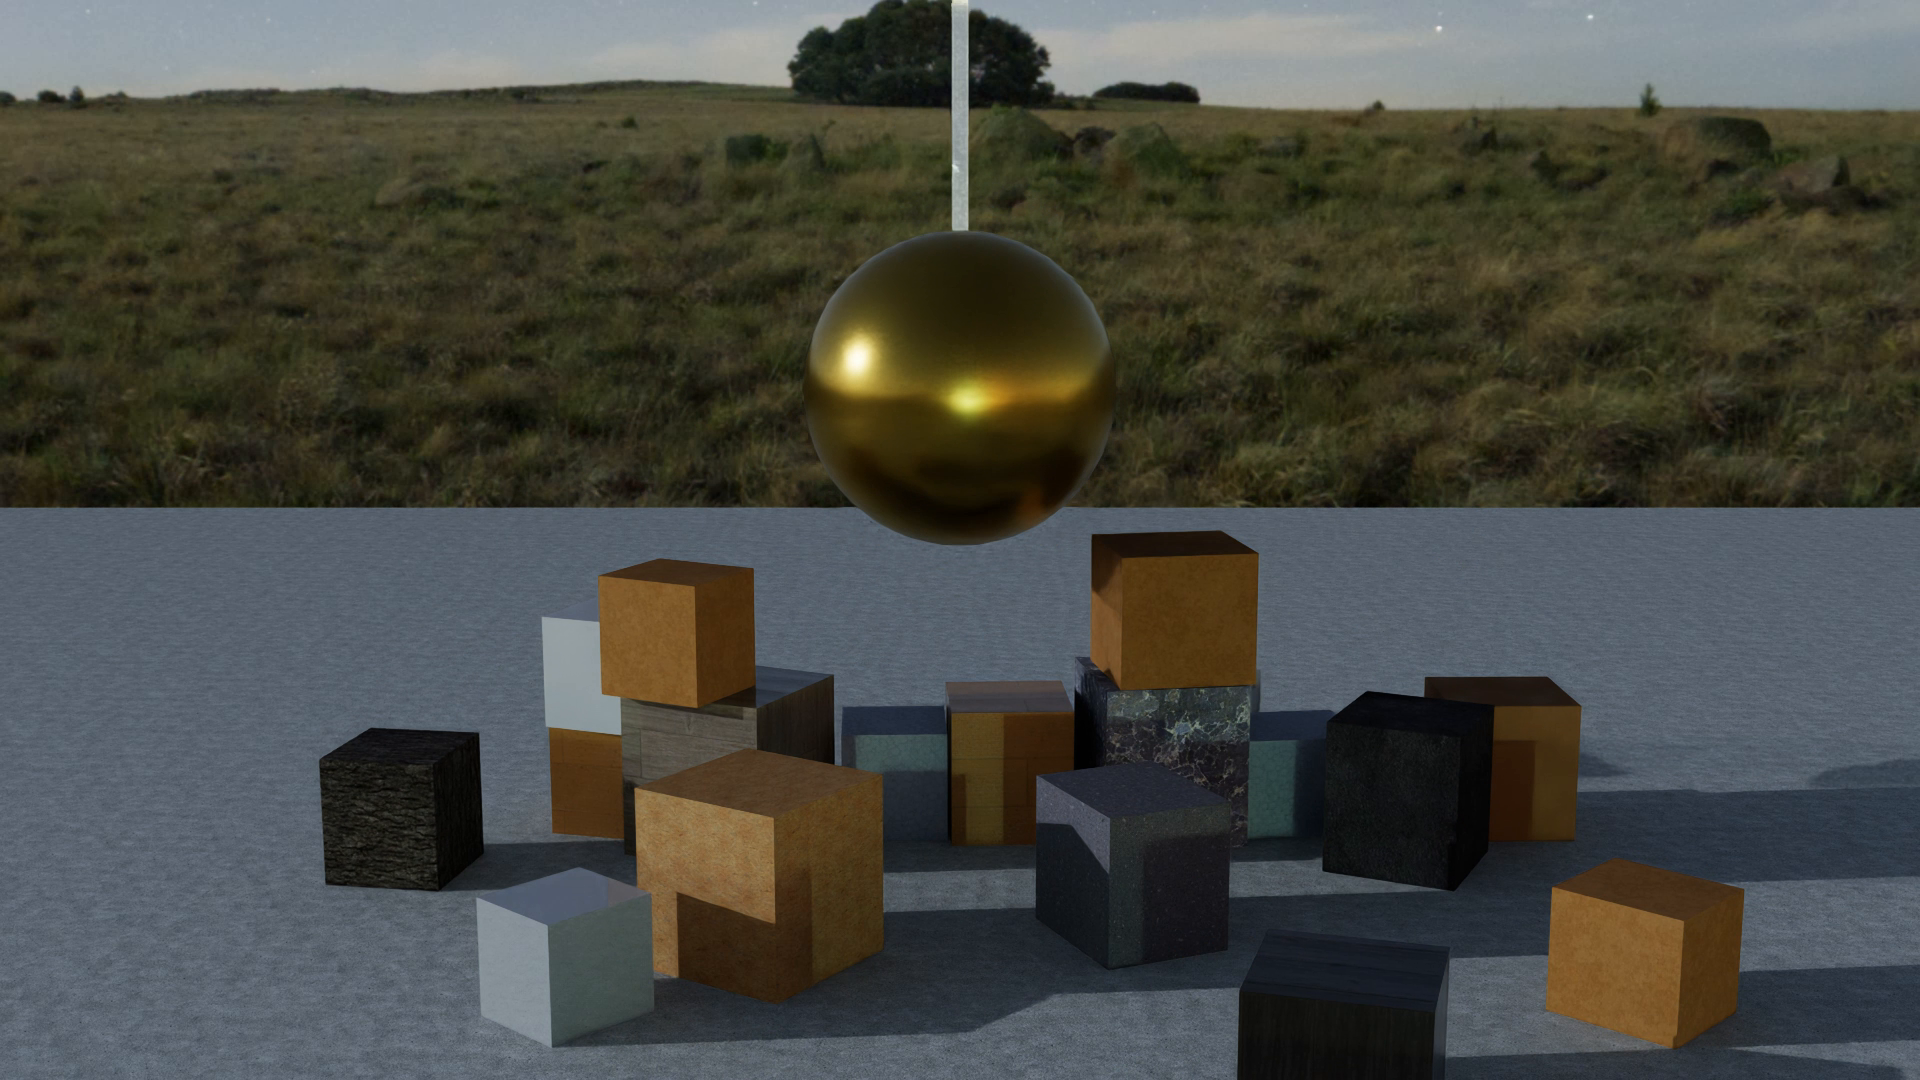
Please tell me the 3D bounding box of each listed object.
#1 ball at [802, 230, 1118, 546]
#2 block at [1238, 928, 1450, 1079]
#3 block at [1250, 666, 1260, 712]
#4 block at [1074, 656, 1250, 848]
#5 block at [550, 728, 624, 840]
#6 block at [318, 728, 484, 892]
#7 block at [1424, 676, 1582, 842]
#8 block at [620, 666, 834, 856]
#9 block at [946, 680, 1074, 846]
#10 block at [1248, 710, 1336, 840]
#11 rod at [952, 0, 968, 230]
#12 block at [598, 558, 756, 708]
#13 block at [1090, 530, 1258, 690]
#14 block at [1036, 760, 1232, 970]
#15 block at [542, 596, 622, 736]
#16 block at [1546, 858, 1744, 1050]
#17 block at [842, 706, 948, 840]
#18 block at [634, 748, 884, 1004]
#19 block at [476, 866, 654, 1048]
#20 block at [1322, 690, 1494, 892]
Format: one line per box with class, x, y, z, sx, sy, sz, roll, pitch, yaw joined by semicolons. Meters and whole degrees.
ball;0.000;-0.770;11.184;1.600;1.600;1.600;0;10;0
block;1.403;1.821;8.010;0.677;0.551;0.650;3;11;17
block;1.299;0.987;12.309;0.537;0.655;0.634;-3;11;-16
block;1.024;1.078;11.310;0.731;0.831;0.756;-2;10;-9
block;-1.772;1.199;11.410;0.531;0.559;0.497;3;11;14
block;-2.702;1.300;10.682;0.567;0.621;0.579;2;10;9
block;2.789;1.126;11.396;0.650;0.706;0.622;0;10;-1
block;-1.154;1.124;11.044;0.780;0.837;0.754;5;11;26
block;0.247;1.142;11.363;0.614;0.687;0.654;-1;10;-3
block;1.716;1.214;11.451;0.598;0.515;0.558;-1;10;-8
rod;0.000;-4.100;10.497;0.080;5.200;0.080;0;12;0
block;-1.382;0.447;10.776;0.563;0.591;0.508;5;12;27
block;1.077;0.346;11.158;0.690;0.665;0.662;-2;10;-10
block;0.761;1.432;9.798;0.592;0.677;0.709;-5;11;-24
block;-1.794;0.640;11.323;0.463;0.572;0.549;4;11;21
block;2.781;1.665;8.934;0.568;0.527;0.522;10;14;44
block;-0.341;1.203;11.398;0.535;0.555;0.571;0;10;-2
block;-0.857;1.425;9.494;0.752;0.799;0.753;7;12;33
block;-1.597;1.680;8.915;0.475;0.504;0.513;10;14;42
block;2.203;1.215;10.785;0.647;0.751;0.677;5;11;26
